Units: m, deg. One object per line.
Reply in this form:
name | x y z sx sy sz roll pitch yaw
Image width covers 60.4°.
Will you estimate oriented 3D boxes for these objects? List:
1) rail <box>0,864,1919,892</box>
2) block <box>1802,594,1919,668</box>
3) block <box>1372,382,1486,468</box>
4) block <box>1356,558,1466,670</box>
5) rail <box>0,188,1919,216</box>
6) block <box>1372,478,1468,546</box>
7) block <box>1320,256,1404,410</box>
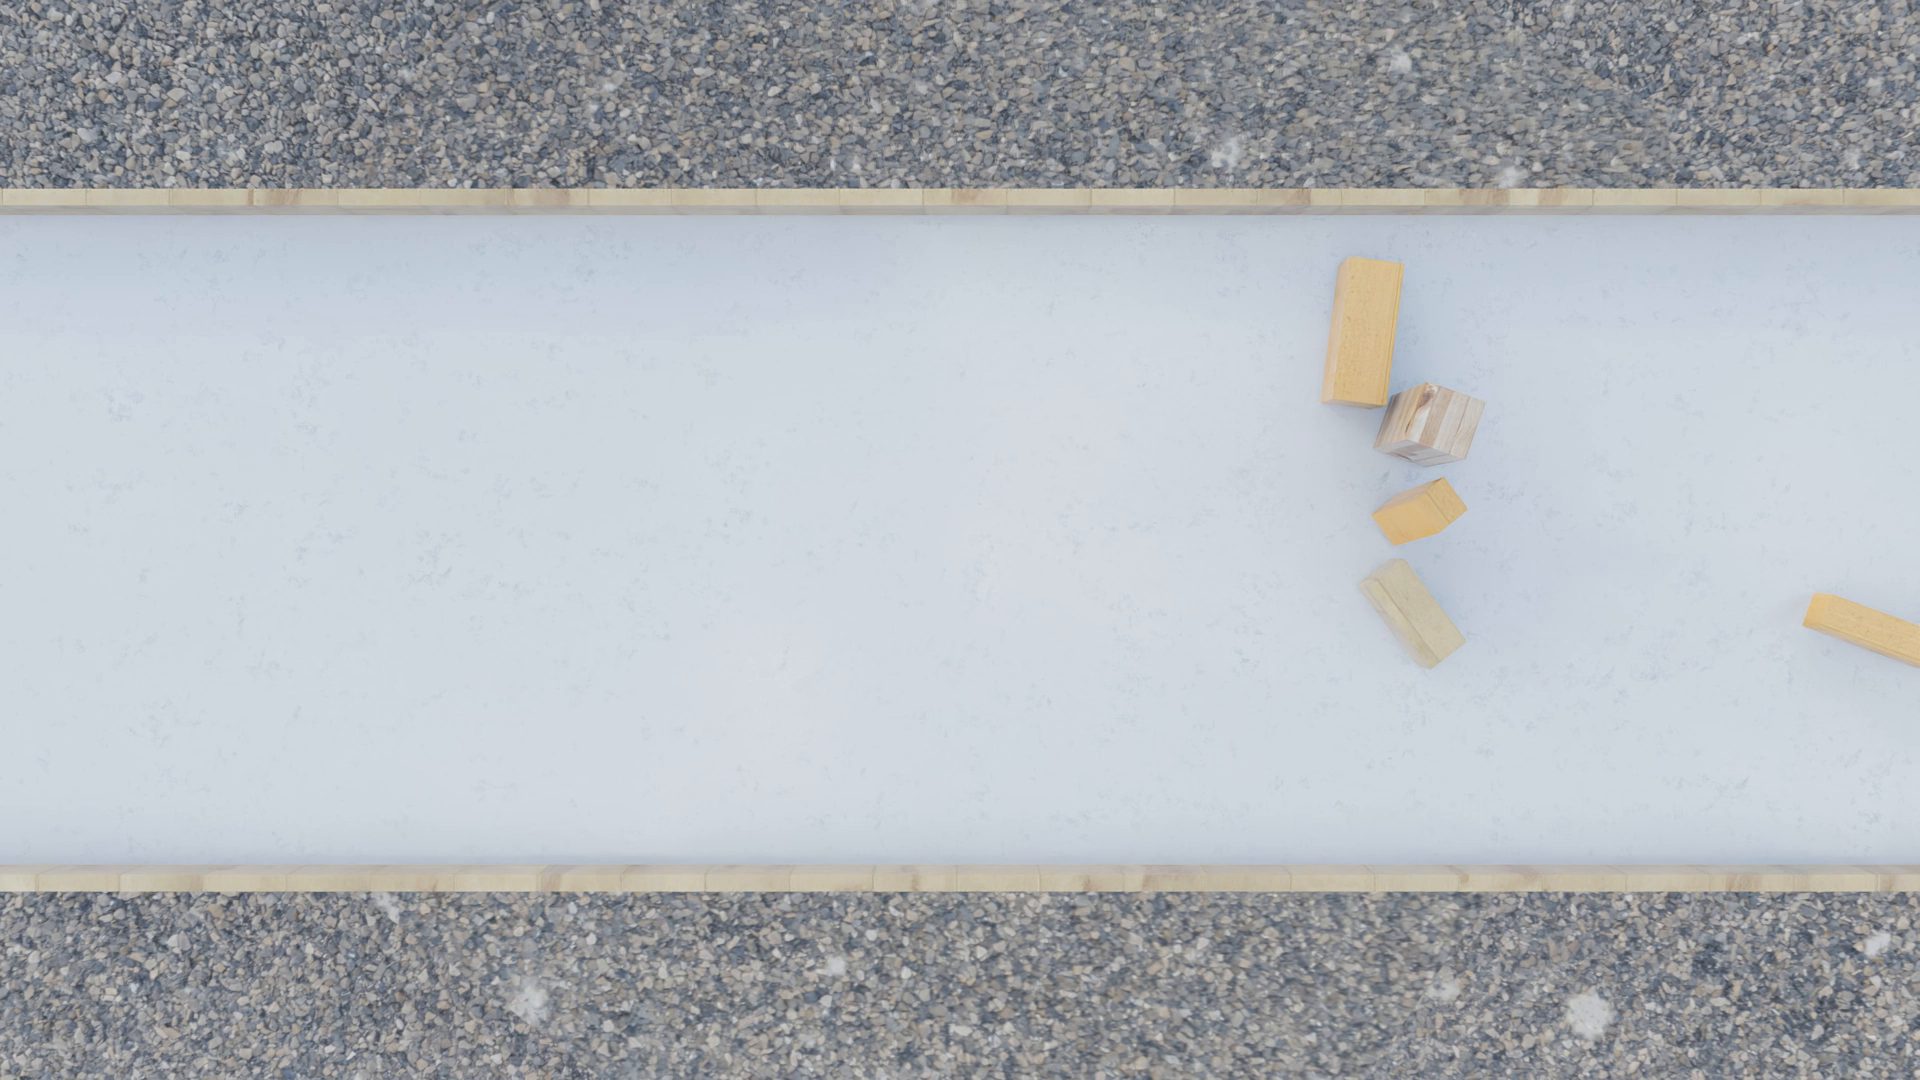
rail | -2.247 1.025 5.001 12.000 0.150 0.050 0 90 0
block | 2.825 0.292 5.023 0.458 0.108 0.108 20 90 0
block | 1.375 -0.335 4.859 0.173 0.432 0.173 20 90 1
block | 1.370 0.222 5.007 0.138 0.138 0.313 -37 90 0
rail | -2.247 -1.025 5.002 12.000 0.150 0.050 0 90 0
block | 1.366 -0.082 4.916 0.118 0.303 0.118 -37 90 -12
block | 1.217 -0.622 4.995 0.163 0.163 0.427 7 90 0
